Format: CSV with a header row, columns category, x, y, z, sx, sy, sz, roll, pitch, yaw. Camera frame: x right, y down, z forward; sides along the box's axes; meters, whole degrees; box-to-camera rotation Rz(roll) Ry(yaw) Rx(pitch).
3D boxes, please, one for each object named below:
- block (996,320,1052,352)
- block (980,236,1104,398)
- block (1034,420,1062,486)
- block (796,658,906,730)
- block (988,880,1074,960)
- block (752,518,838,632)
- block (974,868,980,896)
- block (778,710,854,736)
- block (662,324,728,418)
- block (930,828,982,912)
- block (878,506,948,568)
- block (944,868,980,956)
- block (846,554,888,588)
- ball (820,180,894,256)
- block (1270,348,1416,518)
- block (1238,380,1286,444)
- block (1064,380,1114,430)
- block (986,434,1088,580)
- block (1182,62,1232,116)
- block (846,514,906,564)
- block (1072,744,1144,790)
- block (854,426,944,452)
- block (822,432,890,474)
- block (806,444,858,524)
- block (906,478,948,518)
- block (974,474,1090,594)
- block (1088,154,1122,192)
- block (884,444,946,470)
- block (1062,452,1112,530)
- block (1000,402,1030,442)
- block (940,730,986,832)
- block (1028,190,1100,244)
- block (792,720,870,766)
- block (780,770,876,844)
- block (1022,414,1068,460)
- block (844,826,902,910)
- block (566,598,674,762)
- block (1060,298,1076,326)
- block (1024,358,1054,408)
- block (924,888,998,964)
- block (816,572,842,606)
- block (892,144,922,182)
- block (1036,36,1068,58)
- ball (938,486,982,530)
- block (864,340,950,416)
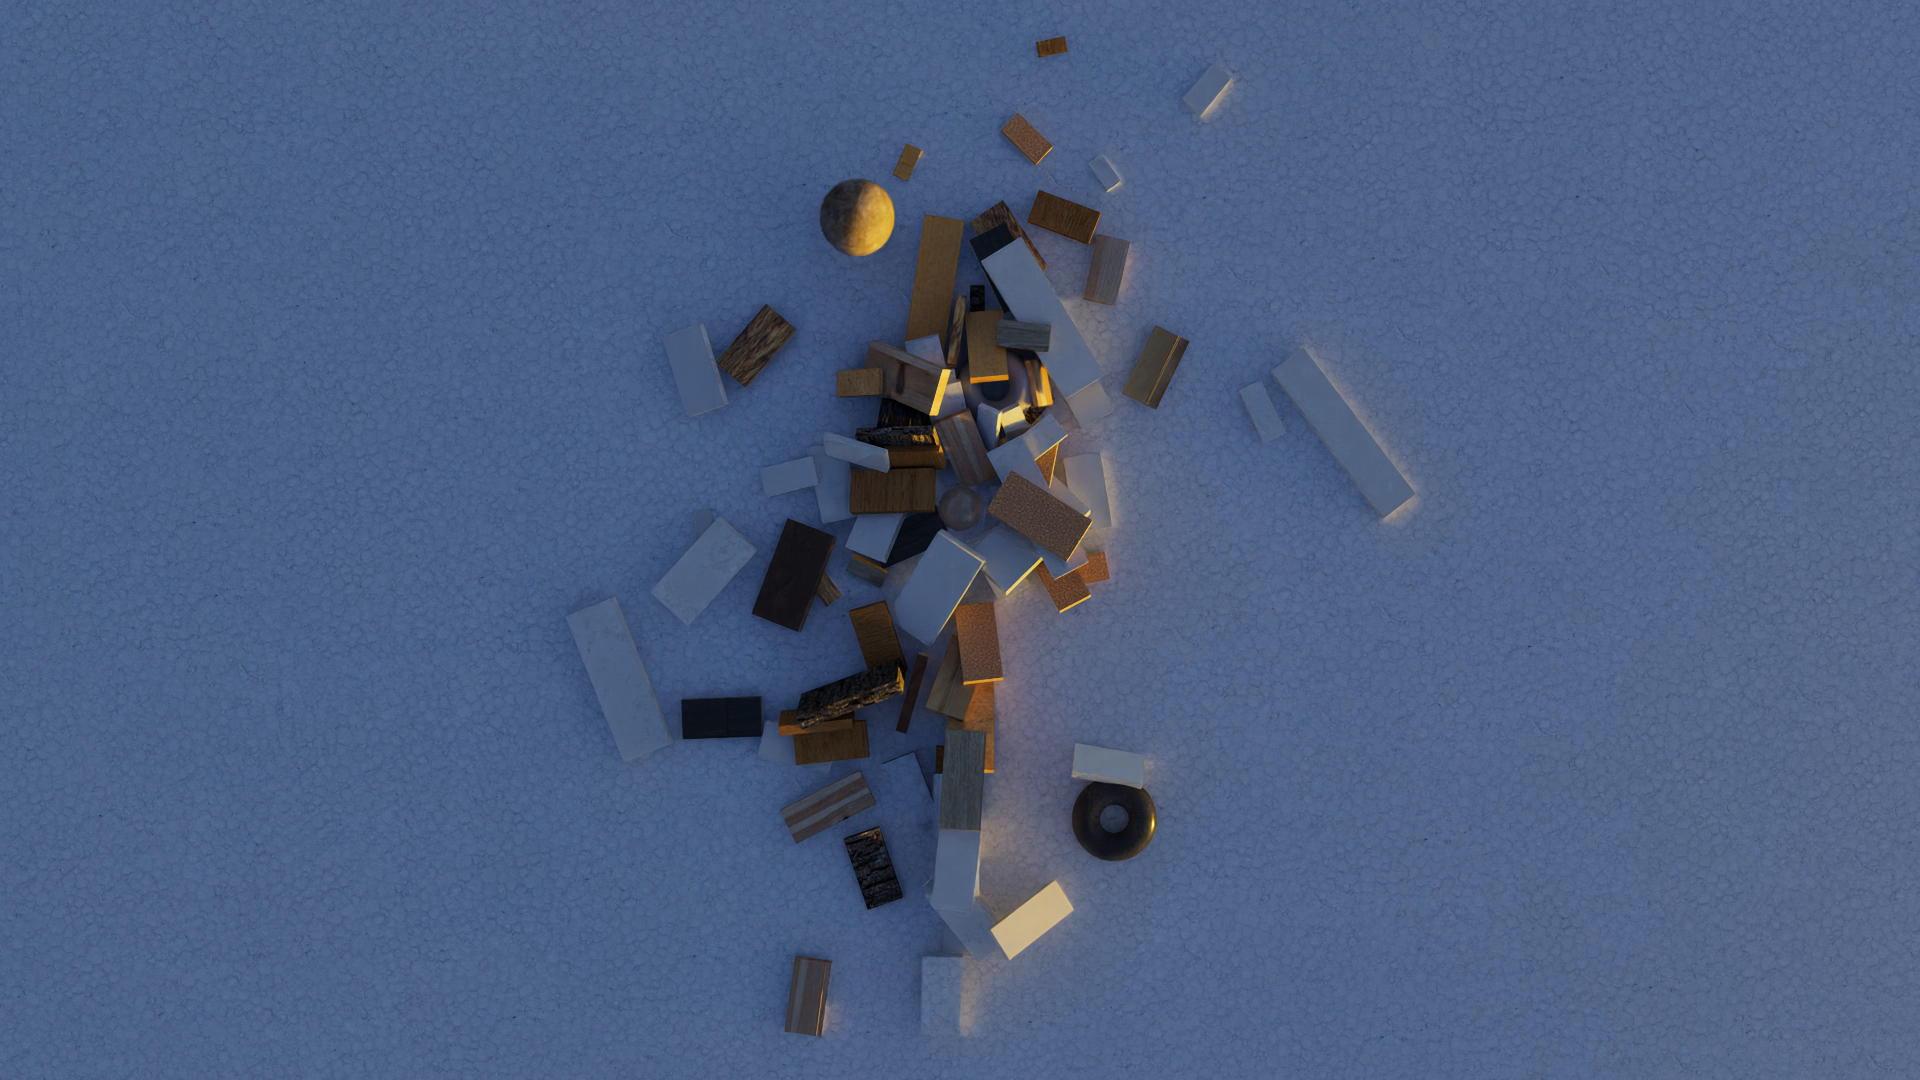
category,x,y,z,sx,sy,sz,roll,pitch,yaw
block,0.207,-0.666,5.375,0.172,0.024,0.086,7,94,2
block,0.271,-0.726,5.407,0.153,0.043,0.526,-31,92,1
block,0.262,-0.240,5.429,0.091,0.026,0.306,10,76,6
block,-0.355,0.501,5.385,0.354,0.177,0.050,-20,108,8
block,0.233,1.249,5.426,0.282,0.033,0.117,-32,90,-25
block,-0.548,0.117,5.462,0.169,0.048,0.338,21,90,10
block,0.001,1.039,5.365,0.117,0.033,0.233,-1,91,0
block,-0.472,0.592,5.437,0.242,0.121,0.034,-6,109,0
block,-0.877,-0.561,5.463,0.140,0.040,0.280,-17,90,15
block,-0.013,1.056,5.329,0.134,0.038,0.267,7,91,0
block,-0.167,-0.009,5.461,0.247,0.035,0.123,-24,92,9
block,0.005,1.089,5.483,0.117,0.033,0.580,0,90,0
block,-0.309,0.103,5.474,0.131,0.018,0.065,27,125,0
ball,-0.335,-1.049,5.378,0.245,0.245,0.245,0,90,0
block,1.271,-0.356,5.481,0.131,0.037,0.612,-38,90,0
block,1.005,-0.426,5.489,0.081,0.023,0.196,-26,90,0
block,0.373,-0.552,5.482,0.125,0.035,0.347,-29,90,0
block,0.252,-0.105,5.359,0.129,0.036,0.467,-28,84,1
block,0.821,-1.499,5.489,0.081,0.023,0.162,39,90,0
block,-0.240,-0.124,5.445,0.140,0.040,0.378,21,85,18
block,0.489,0.746,5.448,0.233,0.033,0.117,10,46,0
block,-0.198,-0.313,5.379,0.262,0.131,0.037,-1,54,15
block,-0.338,-0.287,5.389,0.221,0.095,0.027,17,59,15
block,-0.420,-0.193,5.482,0.129,0.036,0.257,-12,90,0
block,-0.130,-0.136,5.488,0.172,0.024,0.086,-43,90,0
block,0.227,-0.019,5.411,0.390,0.050,0.177,-44,77,-8
block,0.480,-1.223,5.492,0.056,0.016,0.112,-36,90,0
block,-0.148,-0.268,5.376,0.190,0.095,0.027,0,54,14
block,0.423,-0.158,5.482,0.125,0.035,0.249,-9,90,0
block,0.181,-0.379,5.438,0.077,0.022,0.155,-25,135,0
block,0.009,0.776,5.328,0.134,0.038,0.318,4,75,0
block,0.345,-1.071,5.474,0.218,0.031,0.109,21,91,5
block,-0.425,0.668,5.449,0.242,0.034,0.121,-6,90,0
block,-0.438,0.886,5.483,0.295,0.035,0.123,-27,90,0
block,0.254,-0.325,5.421,0.182,0.026,0.091,-38,83,-6
block,-0.288,1.090,5.483,0.123,0.035,0.246,-19,90,0
block,-1.130,0.463,5.476,0.169,0.048,0.520,-22,90,0
block,0.334,-0.679,5.449,0.109,0.031,0.218,-13,90,0
block,0.261,-0.520,5.443,0.022,0.077,0.155,-8,95,42
block,0.020,1.238,5.416,0.123,0.035,0.285,-39,90,-1
block,-0.457,0.151,5.491,0.065,0.018,0.130,-37,90,0
block,-0.176,-1.257,5.492,0.056,0.016,0.112,24,90,0
block,0.306,-1.643,5.493,0.096,0.014,0.048,-12,90,0
ball,0.001,-0.104,5.428,0.143,0.143,0.143,0,90,0
block,-0.182,-0.531,5.384,0.307,0.043,0.153,26,107,31
